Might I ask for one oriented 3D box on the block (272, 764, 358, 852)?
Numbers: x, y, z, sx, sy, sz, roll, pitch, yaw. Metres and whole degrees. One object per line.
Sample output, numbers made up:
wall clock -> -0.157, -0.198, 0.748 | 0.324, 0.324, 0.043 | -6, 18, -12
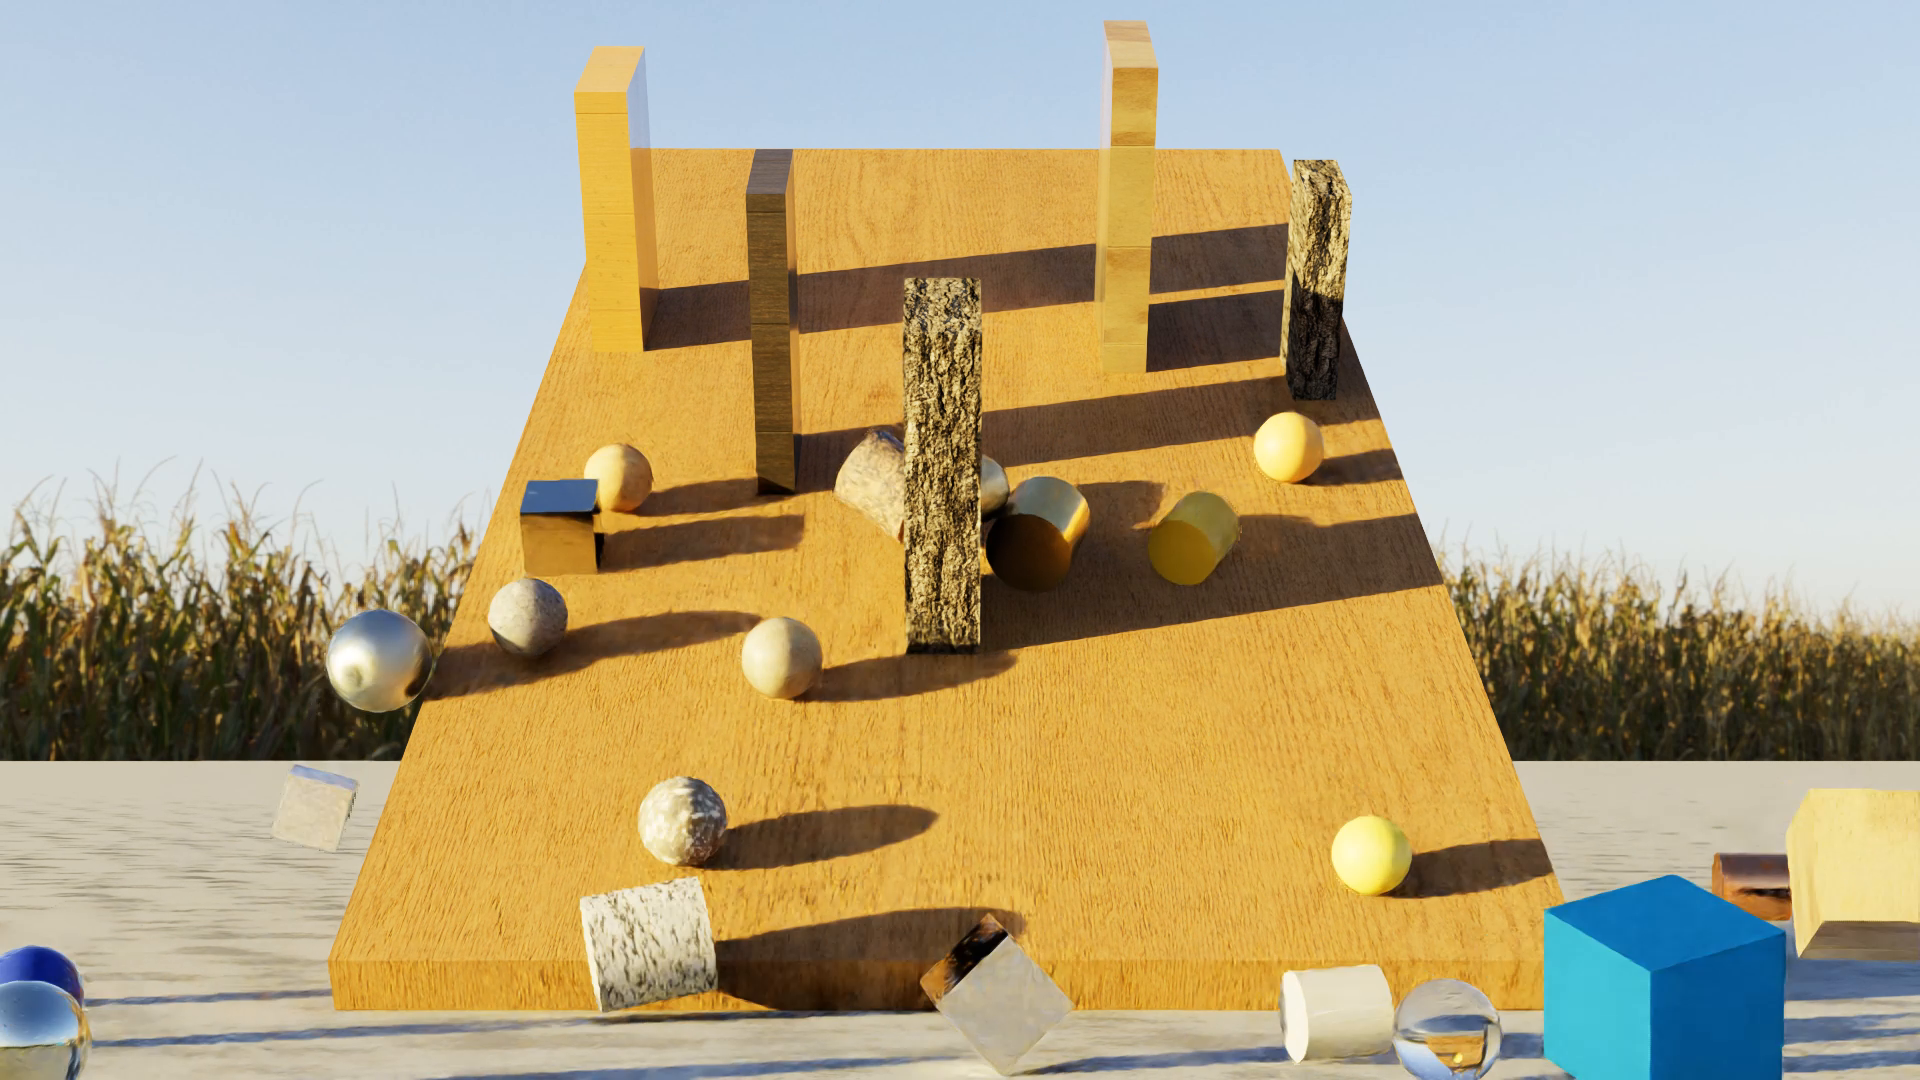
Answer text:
block -> -1.235, 0.513, 4.567 | 0.122, 0.122, 0.122 | 16, 1, -10

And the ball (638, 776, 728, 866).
ball -> -0.464, 0.471, 3.991 | 0.150, 0.150, 0.150 | 0, -5, 0

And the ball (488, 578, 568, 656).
ball -> -0.833, 0.149, 4.597 | 0.151, 0.151, 0.151 | 0, -5, 0

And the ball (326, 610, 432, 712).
ball -> -1.097, 0.228, 4.506 | 0.195, 0.195, 0.195 | 0, -5, 0

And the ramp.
ramp -> -0.011, -0.223, 5.575 | 2.000, 0.100, 4.000 | 0, 28, 0

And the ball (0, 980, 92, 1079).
ball -> -1.086, 0.585, 2.763 | 0.148, 0.148, 0.148 | 0, -5, 0

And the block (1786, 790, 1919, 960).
block -> 1.166, 0.429, 3.043 | 0.171, 0.171, 0.171 | -1, -26, 8

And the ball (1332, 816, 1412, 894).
ball -> 0.678, 0.519, 3.929 | 0.130, 0.130, 0.130 | 0, -5, 0

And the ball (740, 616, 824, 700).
ball -> -0.333, 0.221, 4.460 | 0.154, 0.154, 0.154 | 0, -5, 0

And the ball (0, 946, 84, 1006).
ball -> -1.304, 0.641, 3.347 | 0.142, 0.142, 0.142 | 0, -5, 0

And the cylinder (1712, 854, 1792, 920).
cylinder -> 1.969, 0.861, 5.924 | 0.165, 0.165, 0.165 | -1, -5, 8

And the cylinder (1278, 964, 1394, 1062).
cylinder -> 0.498, 0.627, 3.161 | 0.118, 0.118, 0.118 | -3, -5, -11

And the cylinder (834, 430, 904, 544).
cylinder -> -0.140, -0.111, 5.015 | 0.176, 0.176, 0.176 | 35, 7, 19

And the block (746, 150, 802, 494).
block -> -0.402, -0.472, 5.195 | 0.082, 0.694, 0.287 | 0, 28, 0

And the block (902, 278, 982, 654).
block -> -0.034, -0.140, 4.592 | 0.144, 0.670, 0.279 | 0, 28, 0

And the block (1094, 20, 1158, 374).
block -> 0.401, -0.838, 5.817 | 0.105, 0.762, 0.399 | 0, 28, 0

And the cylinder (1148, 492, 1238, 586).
cylinder -> 0.480, -0.004, 4.900 | 0.146, 0.146, 0.146 | -3, 23, 30

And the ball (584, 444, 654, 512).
ball -> -0.736, -0.134, 5.135 | 0.149, 0.149, 0.149 | 0, -5, 0

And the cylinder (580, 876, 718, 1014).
cylinder -> -0.481, 0.623, 3.677 | 0.179, 0.179, 0.179 | -9, -3, -14

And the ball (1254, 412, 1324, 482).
ball -> 0.728, -0.205, 5.272 | 0.155, 0.155, 0.155 | 0, -5, 0

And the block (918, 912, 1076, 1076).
block -> 0.047, 0.589, 3.098 | 0.129, 0.129, 0.129 | -44, 10, -5

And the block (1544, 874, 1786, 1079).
block -> 0.775, 0.504, 2.635 | 0.181, 0.181, 0.181 | -10, 17, -22

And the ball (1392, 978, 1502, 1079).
ball -> 0.600, 0.608, 2.940 | 0.134, 0.134, 0.134 | 0, -5, 0

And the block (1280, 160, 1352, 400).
block -> 0.845, -0.620, 5.679 | 0.101, 0.509, 0.260 | 0, 28, 0

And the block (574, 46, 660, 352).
block -> -0.850, -0.851, 5.939 | 0.124, 0.664, 0.381 | 0, 28, 0

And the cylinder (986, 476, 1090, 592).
cylinder -> 0.160, -0.014, 4.880 | 0.178, 0.178, 0.178 | -2, 26, 18

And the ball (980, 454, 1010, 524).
ball -> 0.029, -0.103, 4.851 | 0.144, 0.144, 0.144 | 0, -5, 0

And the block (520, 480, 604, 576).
block -> -0.822, -0.026, 4.932 | 0.147, 0.147, 0.147 | -1, 28, -2
